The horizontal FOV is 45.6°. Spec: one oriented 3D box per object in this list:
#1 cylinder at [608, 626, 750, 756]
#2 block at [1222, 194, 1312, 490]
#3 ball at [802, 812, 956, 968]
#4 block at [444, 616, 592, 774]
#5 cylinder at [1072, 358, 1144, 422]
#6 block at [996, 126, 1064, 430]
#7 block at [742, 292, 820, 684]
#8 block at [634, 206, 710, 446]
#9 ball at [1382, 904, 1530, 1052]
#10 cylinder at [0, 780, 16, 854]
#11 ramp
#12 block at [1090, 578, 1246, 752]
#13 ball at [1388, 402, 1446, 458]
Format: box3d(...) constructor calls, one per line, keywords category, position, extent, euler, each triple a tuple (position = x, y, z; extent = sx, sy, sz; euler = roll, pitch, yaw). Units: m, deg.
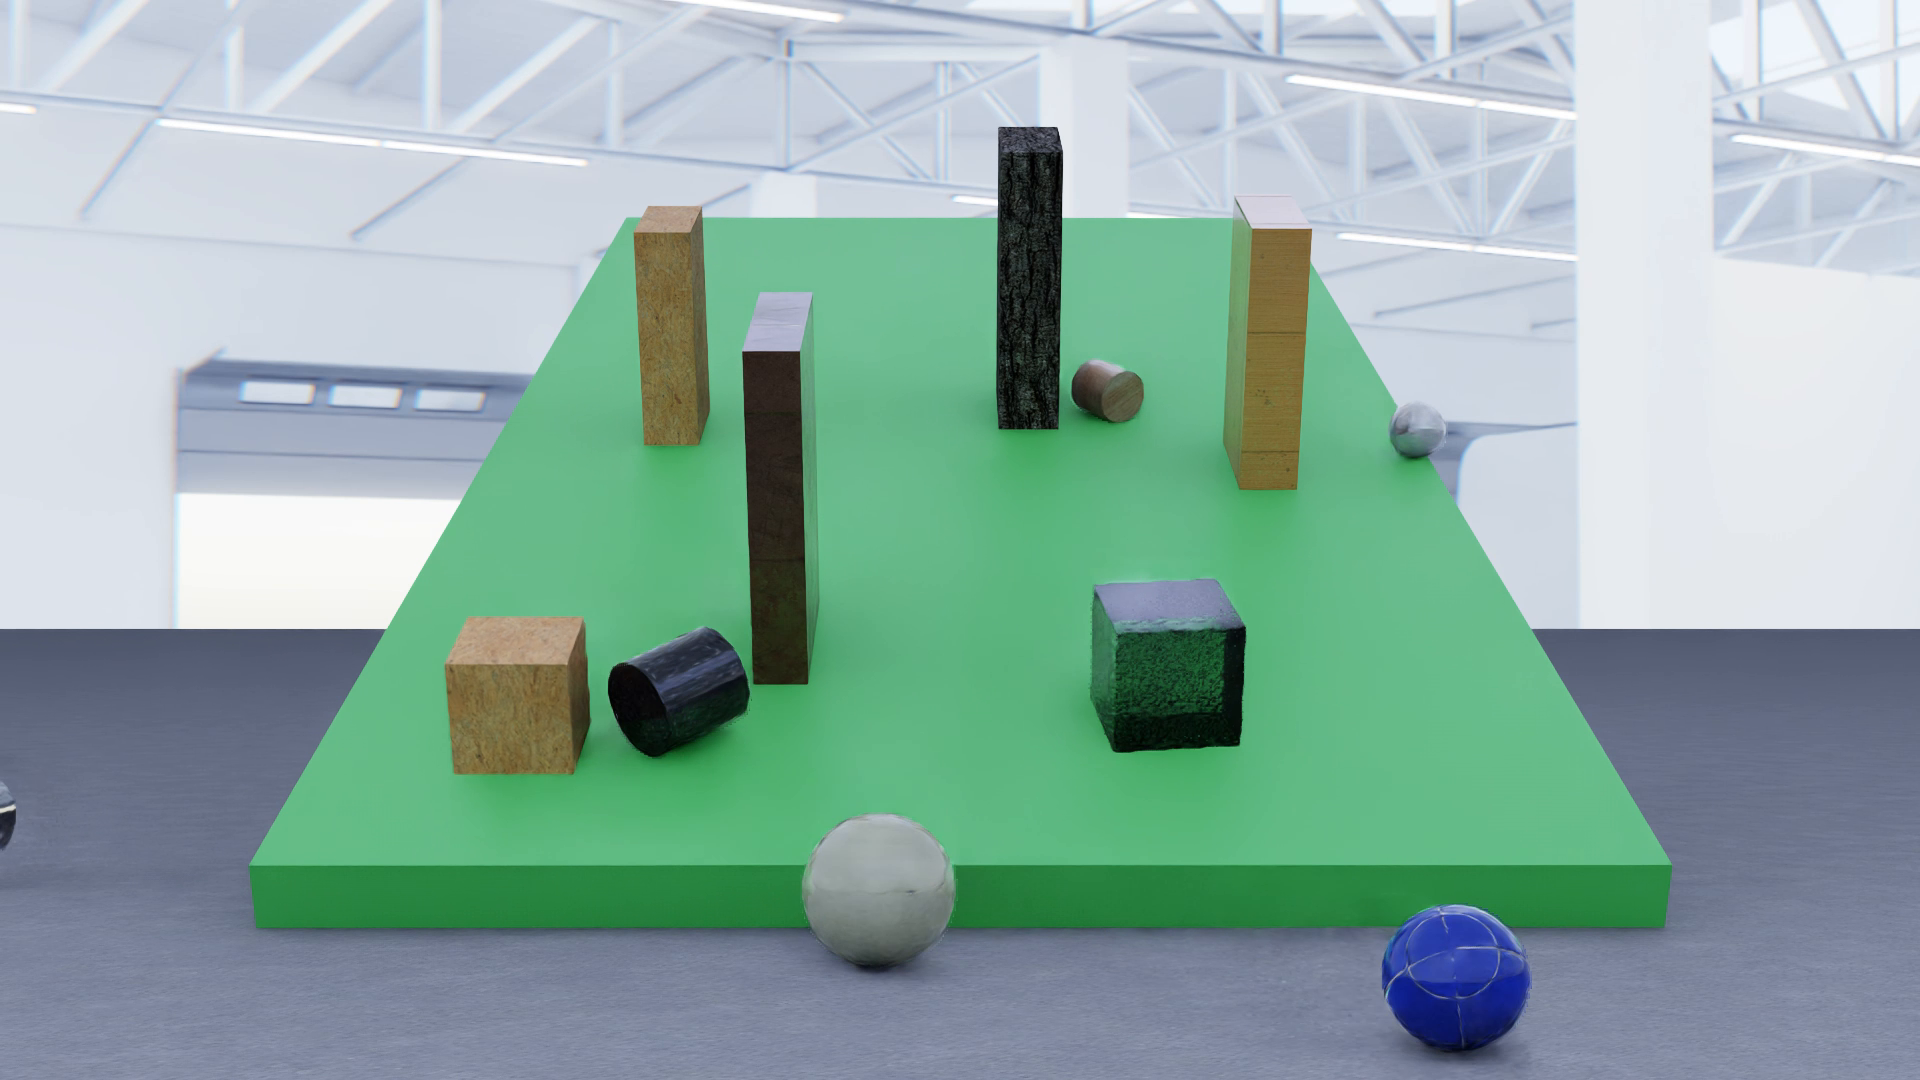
box3d(category="cylinder", position=(-0.437, 0.235, 3.545), extent=(0.155, 0.155, 0.155), euler=(-25, 14, -38))
box3d(category="block", position=(0.630, -0.412, 4.708), extent=(0.118, 0.543, 0.308), euler=(0, 21, 0))
box3d(category="ball", position=(-0.102, 0.440, 2.876), extent=(0.194, 0.194, 0.194), euler=(0, -2, 0))
box3d(category="block", position=(-0.678, 0.237, 3.519), extent=(0.182, 0.182, 0.182), euler=(0, 21, -1))
box3d(category="cylinder", position=(0.330, -0.334, 5.099), extent=(0.117, 0.117, 0.117), euler=(1, 17, -35))
box3d(category="block", position=(0.151, -0.581, 5.048), extent=(0.132, 0.614, 0.285), euler=(0, 21, 0))
box3d(category="block", position=(-0.296, -0.092, 3.834), extent=(0.090, 0.572, 0.356), euler=(0, 21, 0))
box3d(category="block", position=(-0.622, -0.467, 4.951), extent=(0.118, 0.468, 0.248), euler=(0, 21, 0))
box3d(category="ball", position=(0.502, 0.443, 2.314), extent=(0.147, 0.147, 0.147), euler=(0, -2, 0))
box3d(category="cylinder", position=(-1.726, 0.478, 3.869), extent=(0.190, 0.190, 0.190), euler=(0, -2, -7))
box3d(category="ramp", position=(-0.006, -0.215, 5.090), extent=(2.000, 0.100, 4.000), euler=(0, 21, 0))
box3d(category="block", position=(0.325, 0.196, 3.606), extent=(0.201, 0.201, 0.201), euler=(-3, 21, -7))
box3d(category="ball", position=(0.968, -0.234, 4.838), extent=(0.119, 0.119, 0.119), euler=(0, -2, 0))
